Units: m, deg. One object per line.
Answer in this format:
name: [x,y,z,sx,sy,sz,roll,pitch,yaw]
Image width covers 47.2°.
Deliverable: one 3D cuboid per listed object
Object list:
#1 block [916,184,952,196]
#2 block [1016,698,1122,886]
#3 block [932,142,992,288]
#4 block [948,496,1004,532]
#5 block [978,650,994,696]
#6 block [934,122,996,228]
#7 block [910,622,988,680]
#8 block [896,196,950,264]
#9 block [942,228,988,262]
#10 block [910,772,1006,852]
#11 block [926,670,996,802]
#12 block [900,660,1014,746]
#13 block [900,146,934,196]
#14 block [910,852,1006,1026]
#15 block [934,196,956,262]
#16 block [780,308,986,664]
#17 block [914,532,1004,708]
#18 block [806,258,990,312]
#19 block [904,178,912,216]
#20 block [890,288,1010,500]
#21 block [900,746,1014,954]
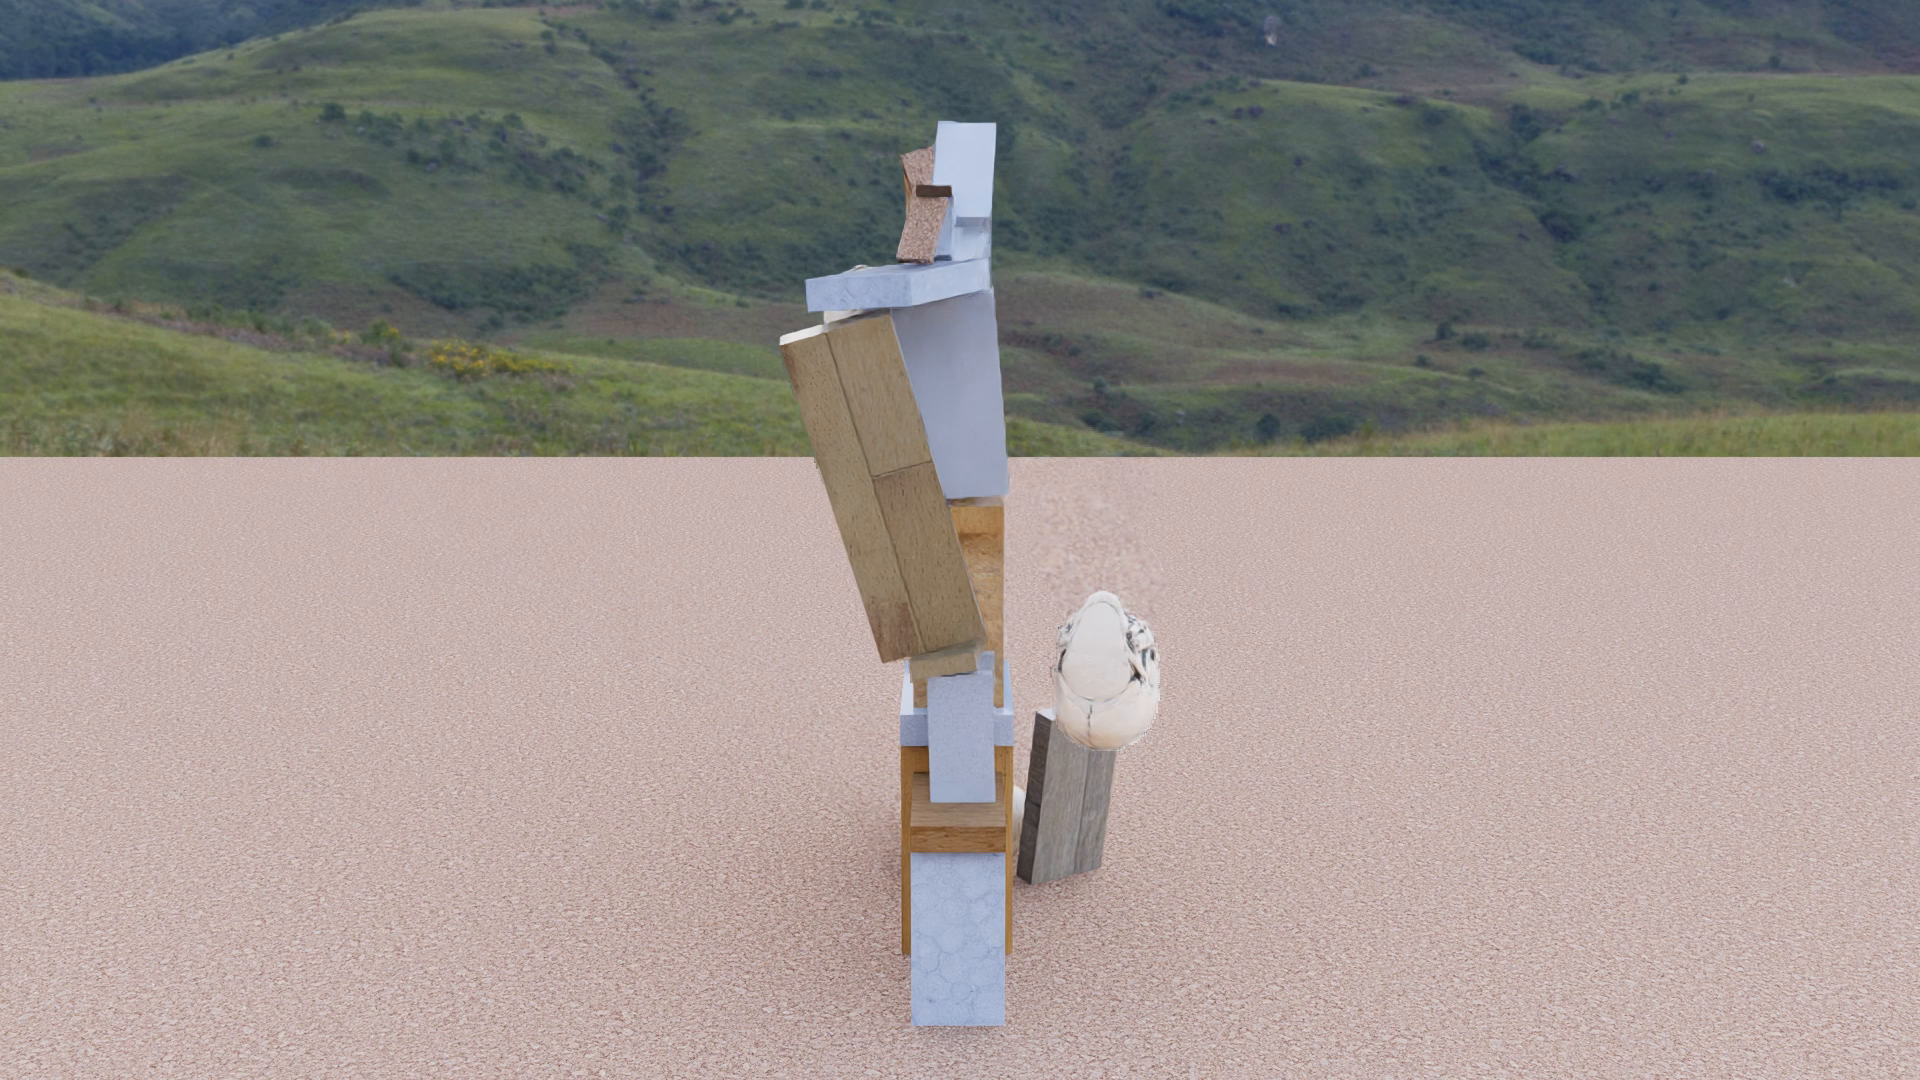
block: [-0.037,-0.512,3.219,0.052,0.015,0.104,0,11,1]
block: [0.184,0.425,3.720,0.152,0.303,0.043,-8,23,-35]
block: [0.003,-0.479,3.481,0.092,0.313,0.026,0,-13,2]
block: [-0.004,-0.055,3.392,0.137,0.039,0.274,0,11,0]
block: [0.004,0.259,3.277,0.093,0.186,0.026,0,9,0]
block: [0.007,-0.573,3.446,0.092,0.184,0.026,2,-28,3]
block: [-0.015,0.160,3.198,0.093,0.026,0.186,-9,10,7]
block: [-0.054,-0.446,3.165,0.052,0.104,0.015,6,-22,20]
block: [-0.021,-0.423,3.378,0.092,0.026,0.184,-2,39,17]
block: [-0.003,0.391,3.181,0.133,0.038,0.265,0,11,0]
block: [0.002,0.282,3.152,0.093,0.186,0.026,-1,10,1]
block: [-0.005,0.255,3.470,0.171,0.048,0.342,0,11,0]
block: [-0.029,-0.573,3.677,0.091,0.183,0.026,-17,-19,-5]
block: [-0.003,0.557,3.122,0.133,0.265,0.038,0,11,0]
block: [-0.035,-0.457,3.233,0.052,0.104,0.015,-5,-27,15]
block: [-0.104,-0.071,3.073,0.153,0.495,0.043,-15,22,4]
block: [-0.003,0.116,3.331,0.137,0.275,0.039,0,11,0]
block: [-0.083,-0.361,3.106,0.153,0.043,0.307,-1,10,21]
block: [-0.042,-0.528,3.746,0.091,0.183,0.026,-4,2,7]
block: [-0.014,-0.215,3.272,0.153,0.307,0.043,-4,17,4]
block: [-0.005,0.467,3.393,0.171,0.342,0.048,0,11,0]
